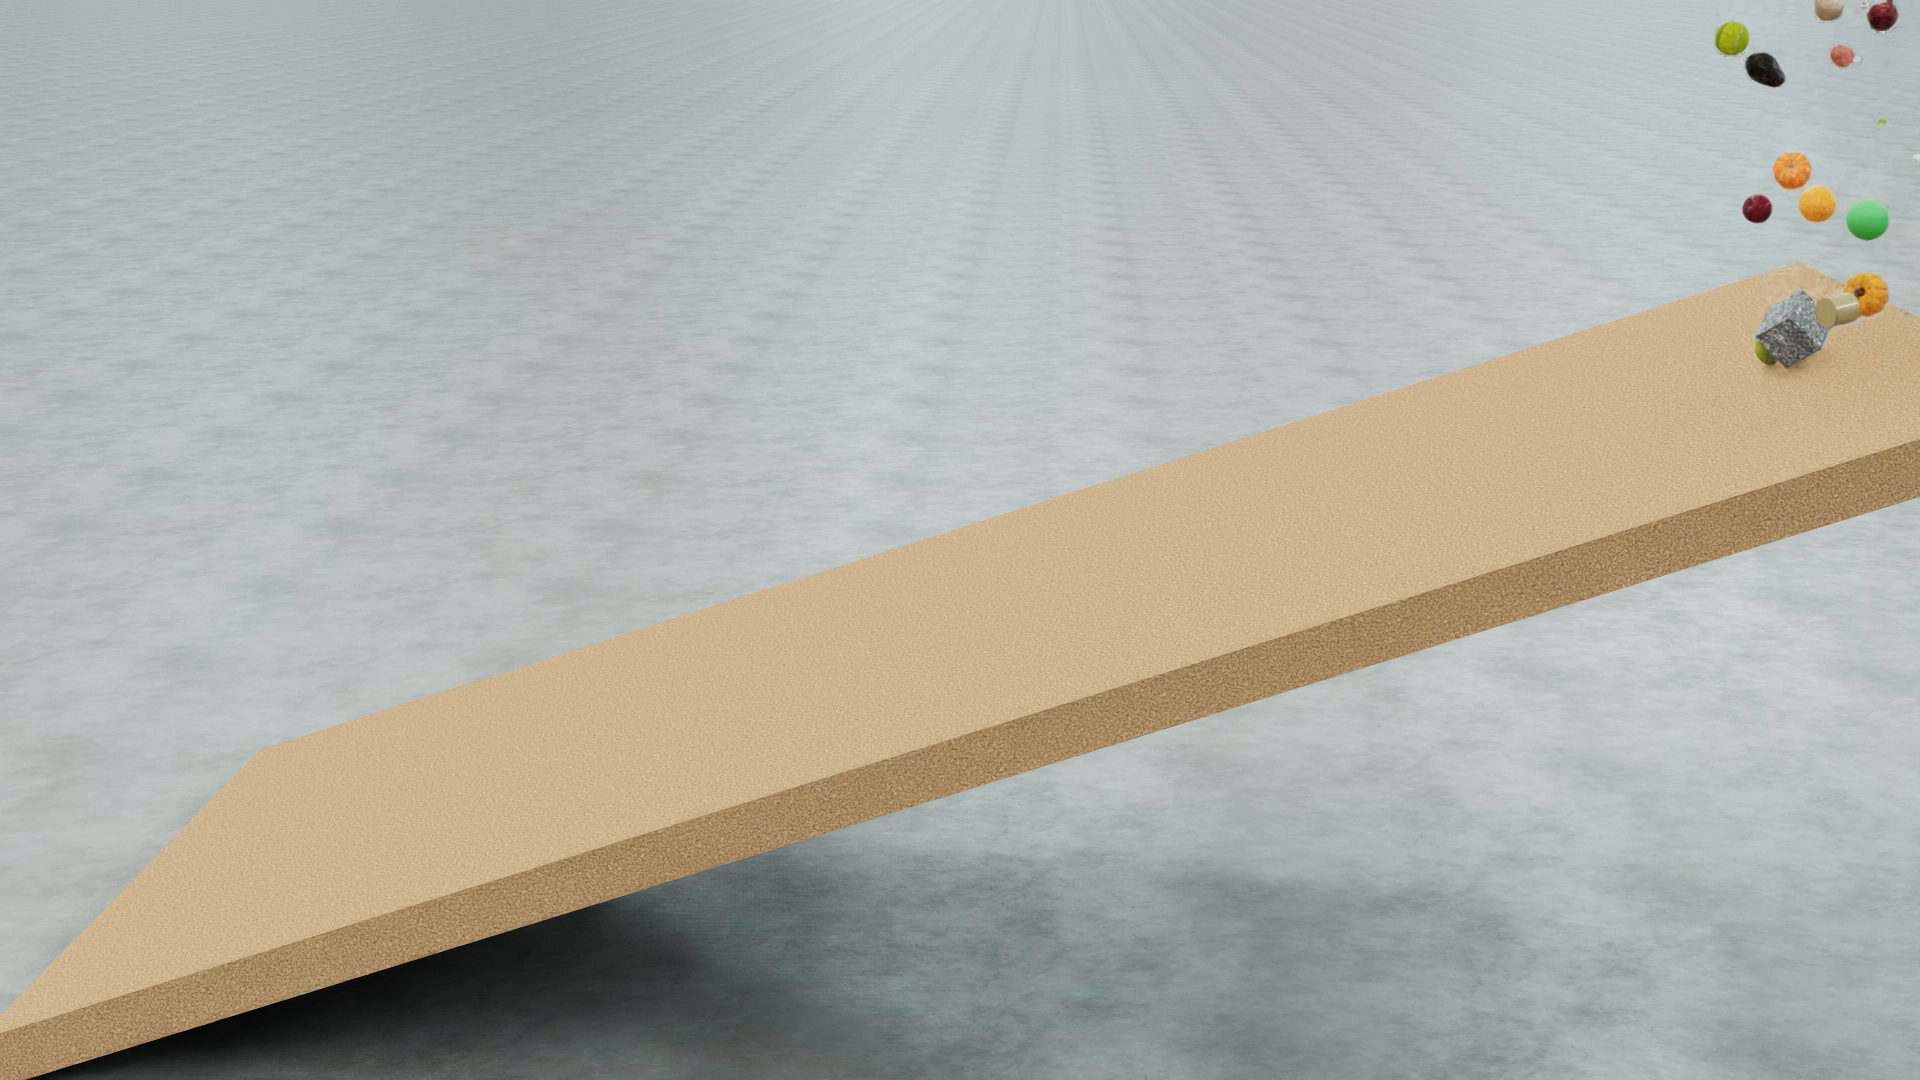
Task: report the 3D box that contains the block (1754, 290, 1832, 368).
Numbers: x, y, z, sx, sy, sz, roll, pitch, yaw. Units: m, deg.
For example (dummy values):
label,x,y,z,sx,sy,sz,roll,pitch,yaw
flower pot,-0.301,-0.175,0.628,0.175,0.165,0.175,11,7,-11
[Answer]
label,x,y,z,sx,sy,sz,roll,pitch,yaw
block,1.705,-0.432,6.011,0.096,0.096,0.096,-35,16,51

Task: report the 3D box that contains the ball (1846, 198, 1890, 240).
label,x,y,z,sx,sy,sz,roll,pitch,yaw
ball,1.815,-0.641,5.880,0.082,0.082,0.082,0,12,0

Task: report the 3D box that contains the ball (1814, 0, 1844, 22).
label,x,y,z,sx,sy,sz,roll,pitch,yaw
ball,1.687,-1.035,5.707,0.056,0.056,0.056,0,12,0

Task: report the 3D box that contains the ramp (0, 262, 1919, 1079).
label,x,y,z,sx,sy,sz,roll,pitch,yaw
ramp,0.103,0.182,6.308,4.000,0.100,2.000,-18,11,5
